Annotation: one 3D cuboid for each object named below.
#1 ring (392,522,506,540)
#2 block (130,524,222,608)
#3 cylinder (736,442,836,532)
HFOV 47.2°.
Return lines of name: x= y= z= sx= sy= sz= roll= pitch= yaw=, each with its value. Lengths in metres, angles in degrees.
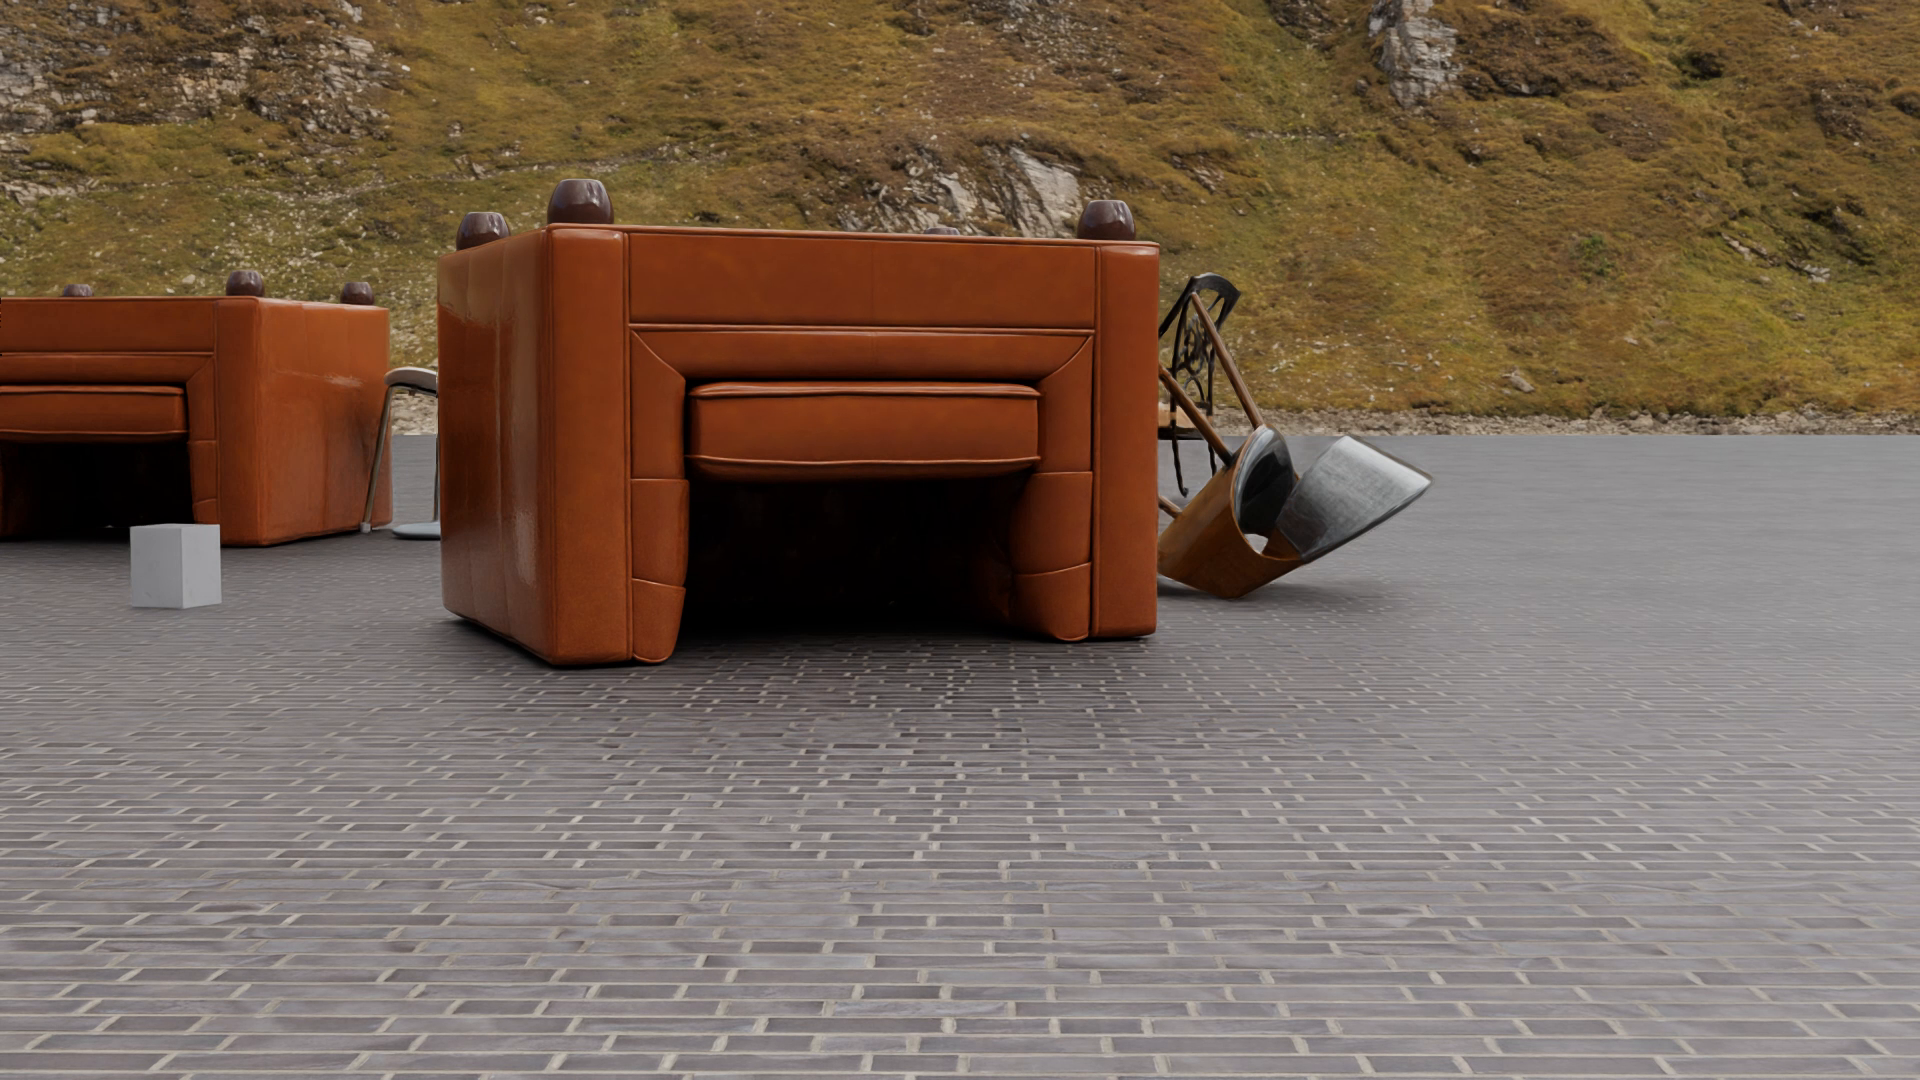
ring: x=-1.547 y=-0.028 z=6.670 sx=0.341 sy=0.040 sz=0.289 roll=-2 pitch=5 yaw=-28
block: x=-1.630 y=0.053 z=4.571 sx=0.129 sy=0.165 sz=0.120 roll=1 pitch=4 yaw=19
cylinder: x=-0.555 y=-0.172 z=7.041 sx=0.256 sy=0.276 sz=0.278 roll=15 pitch=6 yaw=9
